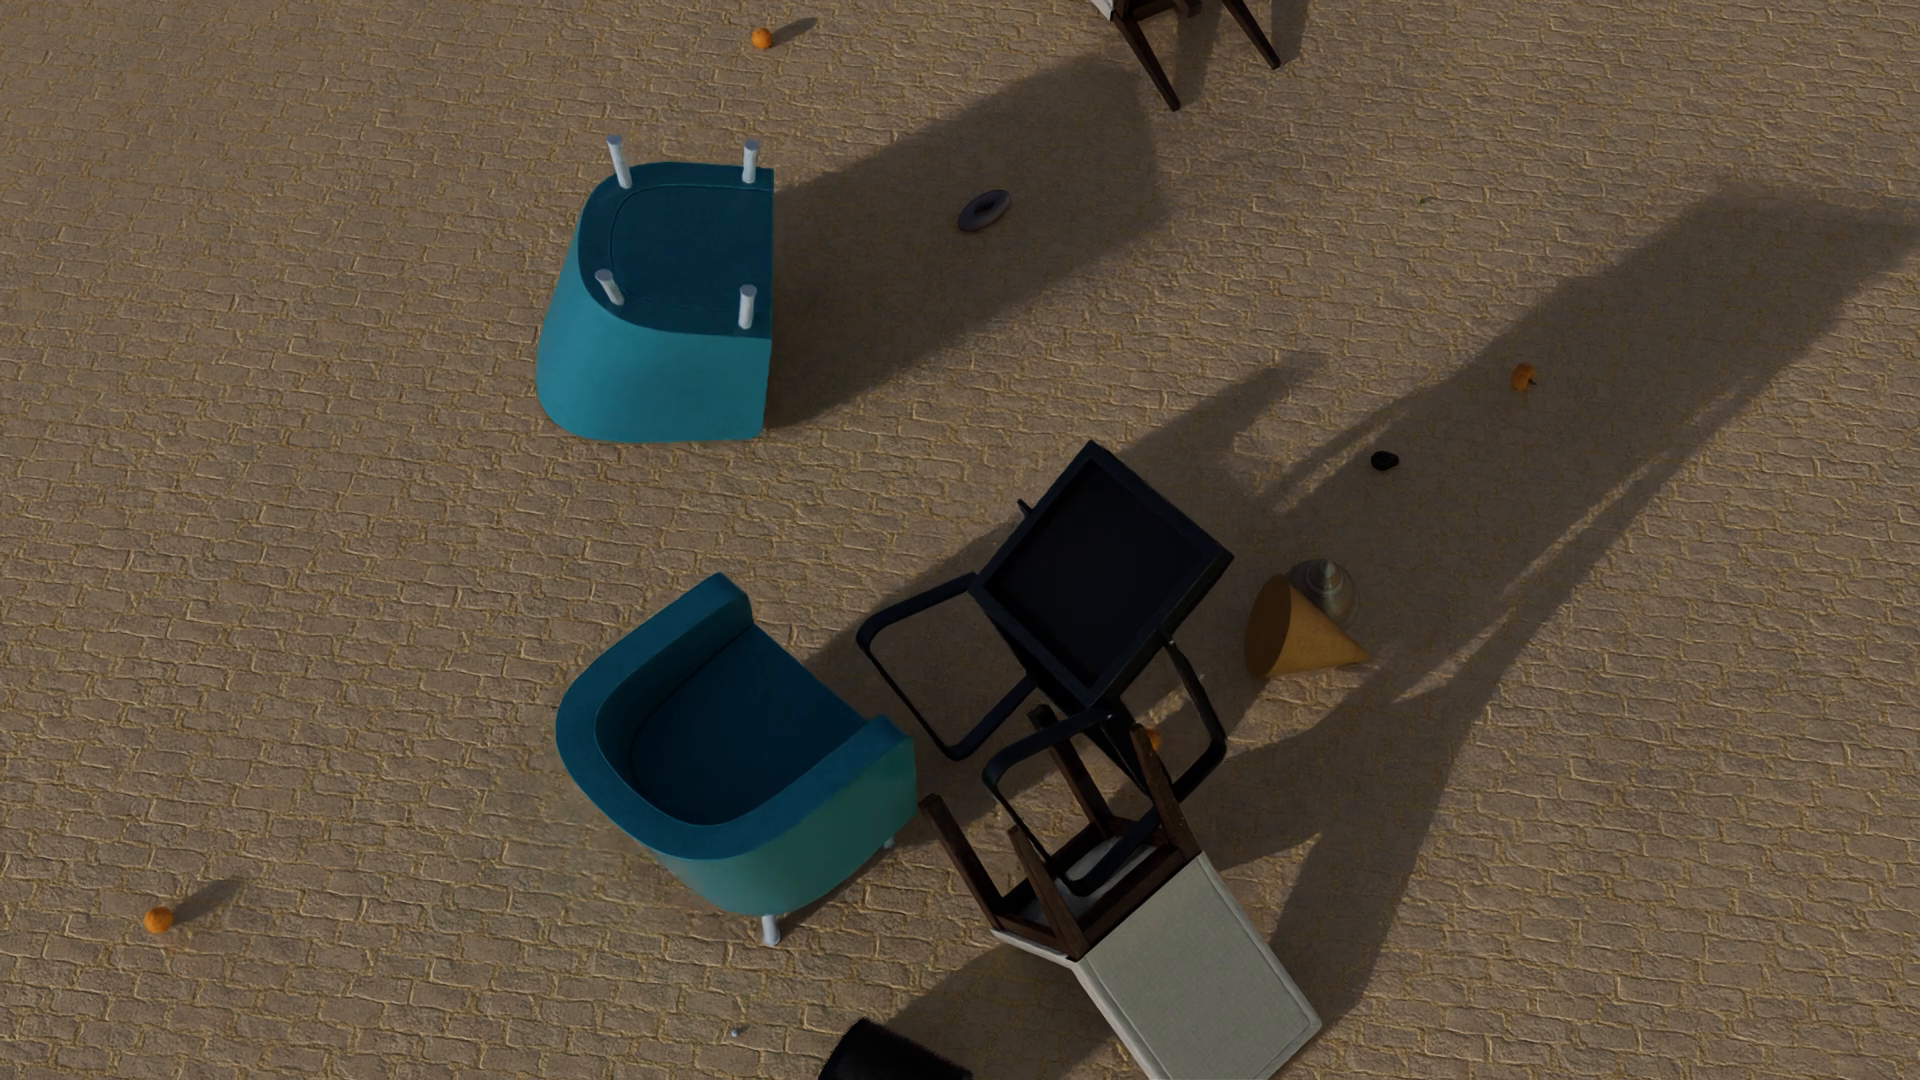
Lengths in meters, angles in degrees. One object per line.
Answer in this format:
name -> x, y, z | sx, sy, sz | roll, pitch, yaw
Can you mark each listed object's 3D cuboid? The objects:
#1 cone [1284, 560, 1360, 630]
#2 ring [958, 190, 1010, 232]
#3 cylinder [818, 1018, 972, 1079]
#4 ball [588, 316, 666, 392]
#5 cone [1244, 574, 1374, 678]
cone -> 1.054, 0.114, 6.372 | 0.239, 0.209, 0.280 | 10, 57, 6
ring -> 0.080, -1.090, 7.275 | 0.220, 0.051, 0.105 | -38, 65, -22
cylinder -> -0.168, 1.373, 5.520 | 0.308, 0.191, 0.289 | 24, 29, 15
ball -> -1.031, -0.577, 6.819 | 0.236, 0.236, 0.236 | 0, 56, 0
cone -> 1.035, 0.295, 6.298 | 0.348, 0.276, 0.320 | 17, 52, -15
